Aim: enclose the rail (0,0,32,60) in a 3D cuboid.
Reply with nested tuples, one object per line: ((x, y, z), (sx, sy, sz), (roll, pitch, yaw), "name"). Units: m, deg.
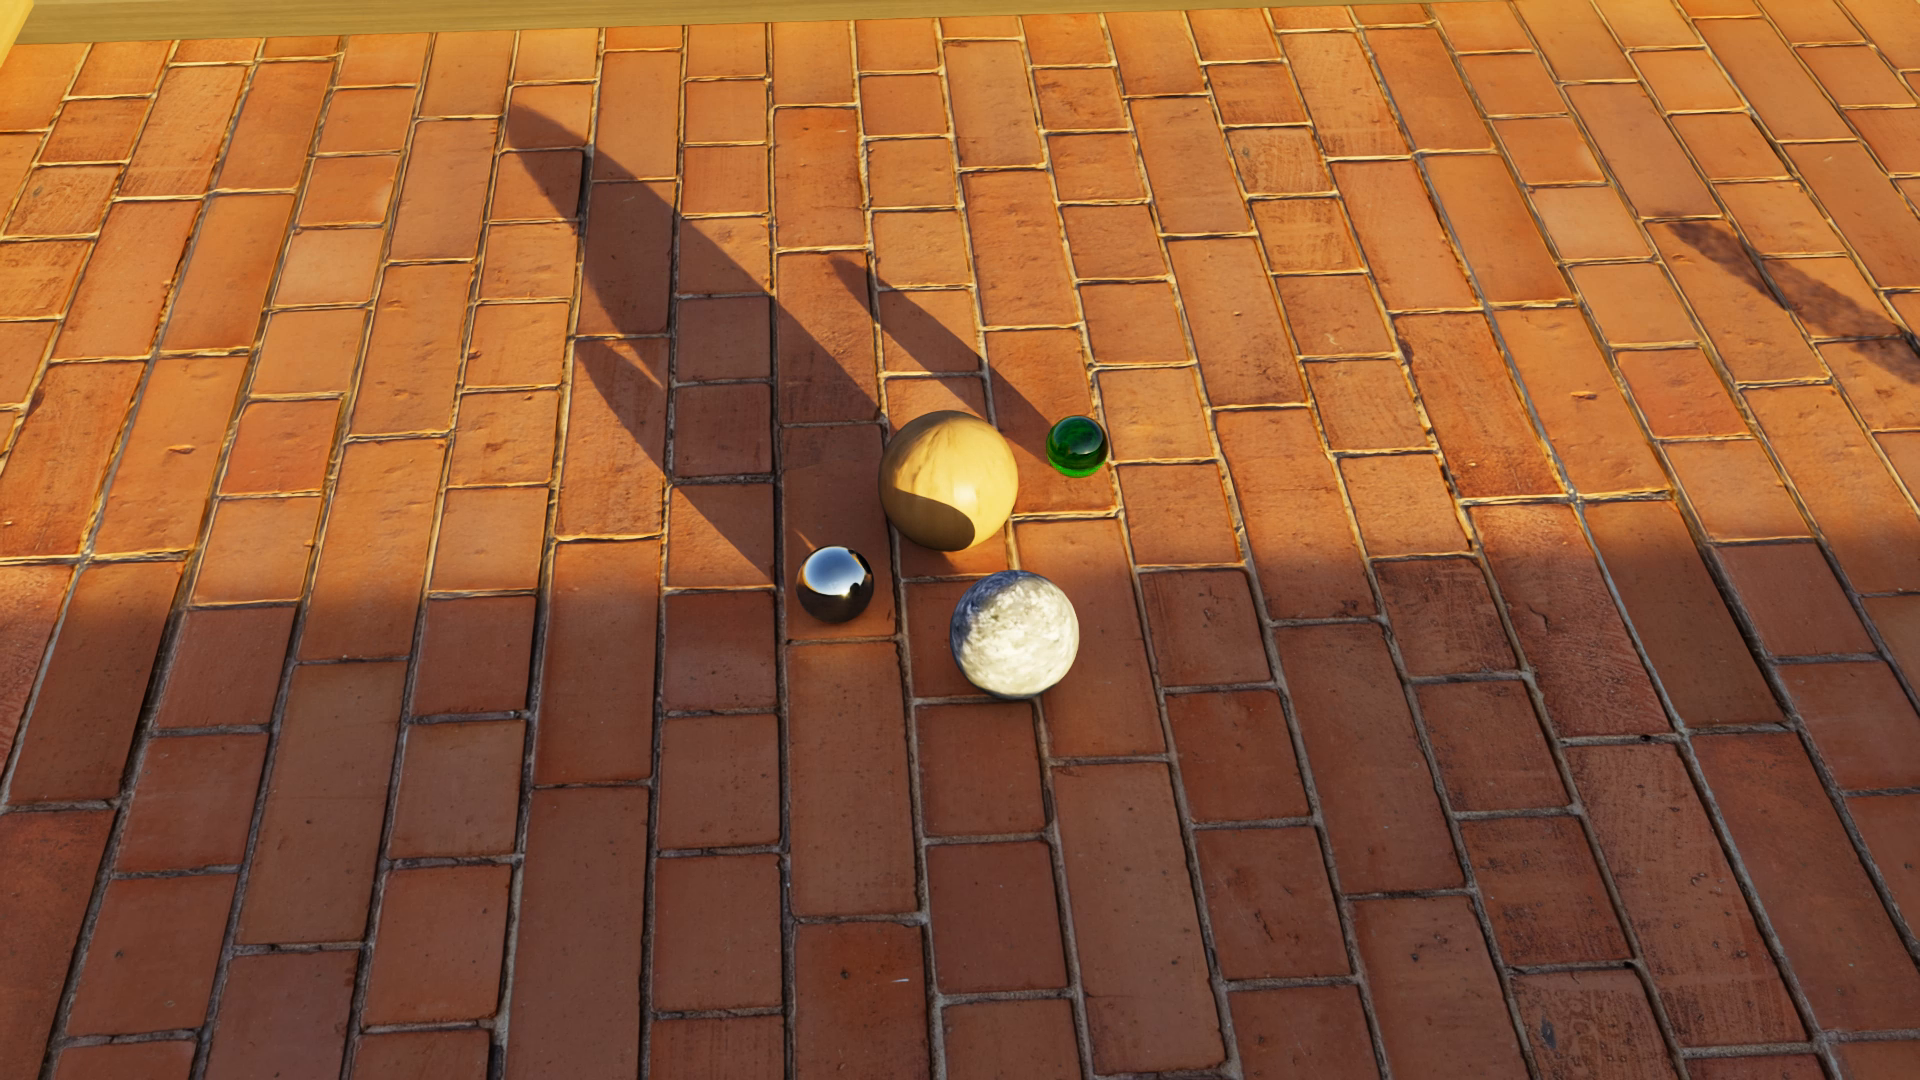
((-0.782, 0.009, 1.595), (0.045, 0.121, 1.741), (-2, 36, -3), "rail")

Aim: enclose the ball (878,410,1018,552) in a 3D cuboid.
((-0.008, -0.039, 1.686), (0.093, 0.093, 0.093), (0, 36, 0), "ball")

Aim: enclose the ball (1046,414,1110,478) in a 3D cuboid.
((0.081, -0.064, 1.763), (0.044, 0.044, 0.044), (0, 36, 0), "ball")

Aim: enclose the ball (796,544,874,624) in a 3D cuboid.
((-0.080, 0.028, 1.631), (0.050, 0.050, 0.050), (0, 36, 0), "ball")

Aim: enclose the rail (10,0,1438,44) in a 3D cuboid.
((0.746, -0.553, 2.367), (3.230, 0.121, 0.045), (-2, 36, -3), "rail")

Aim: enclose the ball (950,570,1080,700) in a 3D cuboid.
((0.033, 0.058, 1.565), (0.080, 0.080, 0.080), (0, 36, 0), "ball")
